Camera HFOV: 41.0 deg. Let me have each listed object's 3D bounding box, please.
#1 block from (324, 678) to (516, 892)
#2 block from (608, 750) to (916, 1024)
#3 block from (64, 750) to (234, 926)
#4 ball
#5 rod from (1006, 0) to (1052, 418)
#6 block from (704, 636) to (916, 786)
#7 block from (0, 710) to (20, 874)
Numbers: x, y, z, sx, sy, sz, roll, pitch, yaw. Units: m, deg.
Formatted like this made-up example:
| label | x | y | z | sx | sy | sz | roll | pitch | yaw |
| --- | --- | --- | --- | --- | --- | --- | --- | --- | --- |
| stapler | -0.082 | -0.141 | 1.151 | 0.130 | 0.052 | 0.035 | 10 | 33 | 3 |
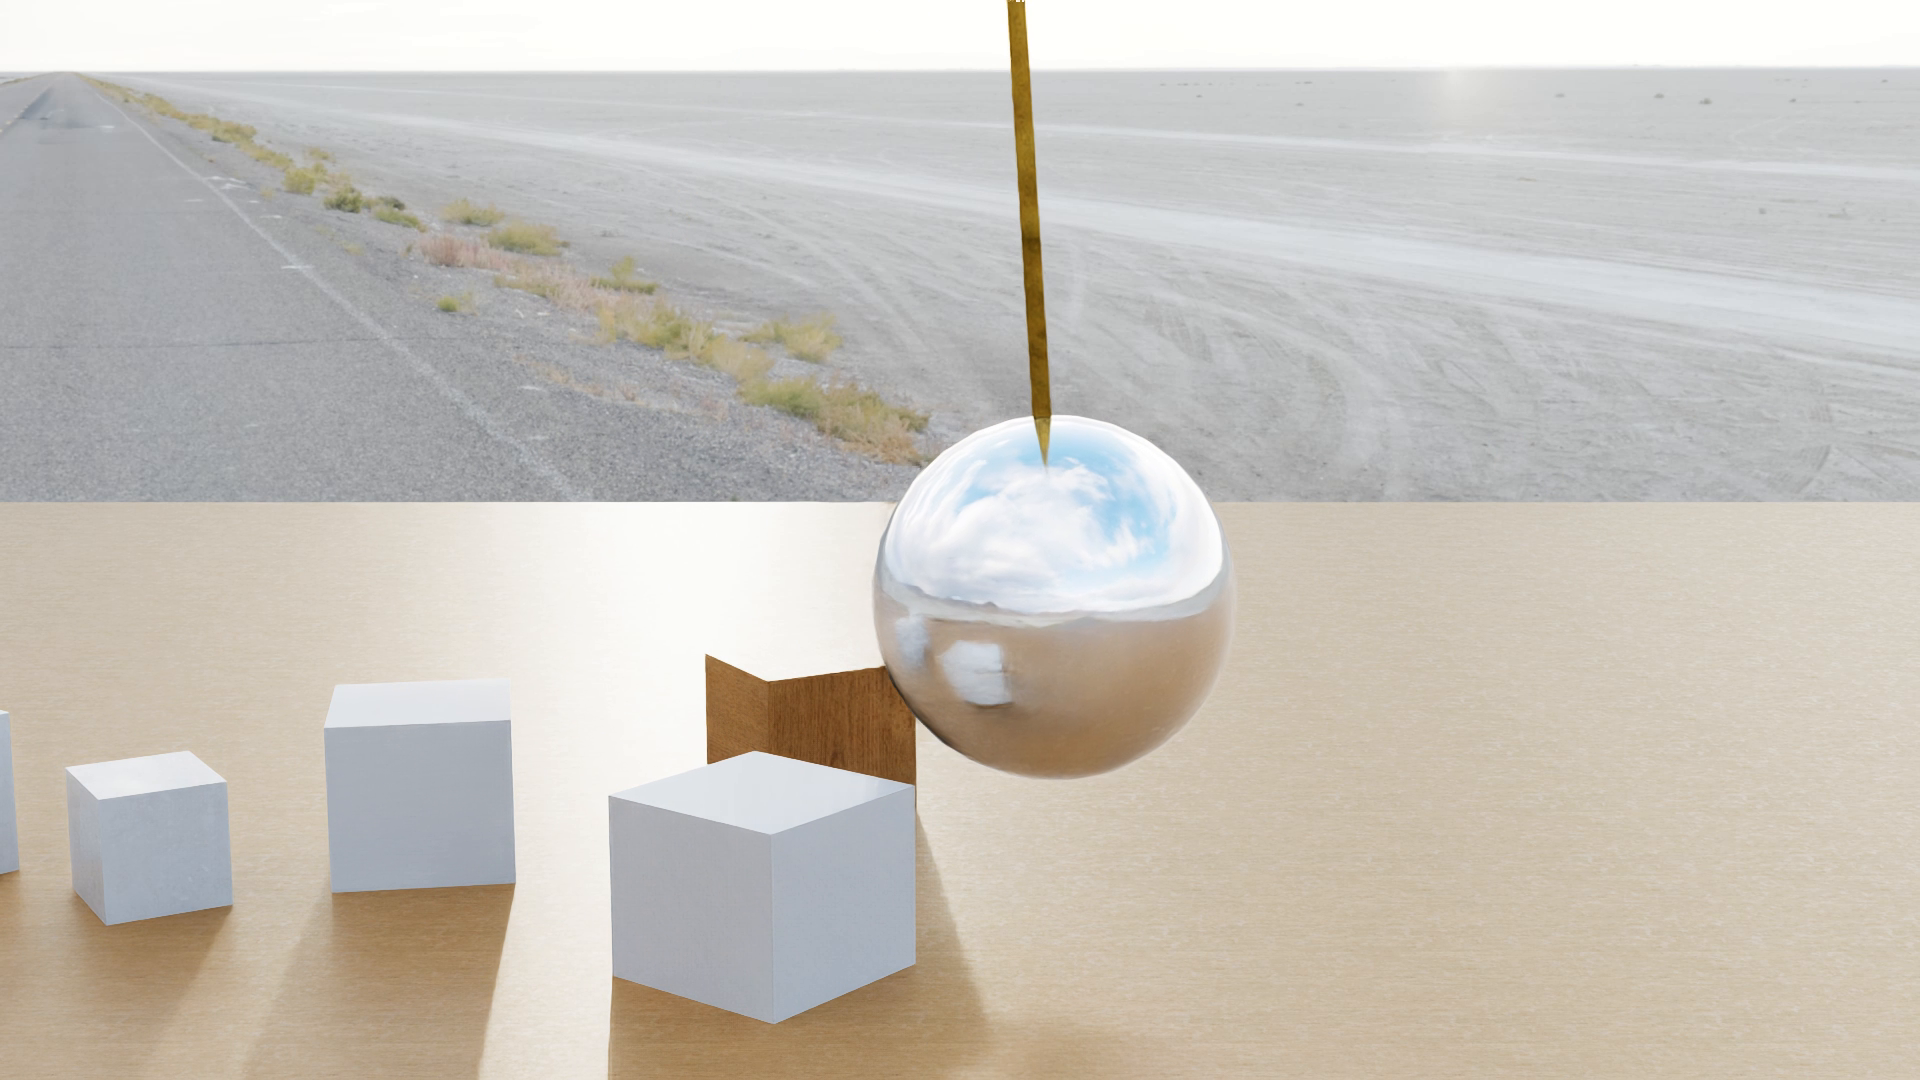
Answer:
| label | x | y | z | sx | sy | sz | roll | pitch | yaw |
| --- | --- | --- | --- | --- | --- | --- | --- | --- | --- |
| block | -2.409 | 1.087 | 11.527 | 0.792 | 0.738 | 0.799 | -2 | 10 | -10 |
| block | -0.774 | 1.343 | 10.120 | 0.856 | 0.737 | 0.843 | 8 | 13 | 37 |
| block | -3.493 | 1.272 | 11.046 | 0.532 | 0.545 | 0.592 | -6 | 12 | -31 |
| ball | 0.409 | 0.252 | 11.226 | 1.600 | 1.600 | 1.600 | 0 | 10 | 0 |
| rod | 0.177 | -3.086 | 10.619 | 0.080 | 5.200 | 0.080 | -4 | 10 | 1 |
| block | -0.727 | 0.923 | 12.463 | 0.793 | 0.725 | 0.692 | -6 | 12 | -30 |
| block | -4.804 | 1.121 | 11.384 | 0.877 | 0.721 | 0.822 | 9 | 14 | 41 |
